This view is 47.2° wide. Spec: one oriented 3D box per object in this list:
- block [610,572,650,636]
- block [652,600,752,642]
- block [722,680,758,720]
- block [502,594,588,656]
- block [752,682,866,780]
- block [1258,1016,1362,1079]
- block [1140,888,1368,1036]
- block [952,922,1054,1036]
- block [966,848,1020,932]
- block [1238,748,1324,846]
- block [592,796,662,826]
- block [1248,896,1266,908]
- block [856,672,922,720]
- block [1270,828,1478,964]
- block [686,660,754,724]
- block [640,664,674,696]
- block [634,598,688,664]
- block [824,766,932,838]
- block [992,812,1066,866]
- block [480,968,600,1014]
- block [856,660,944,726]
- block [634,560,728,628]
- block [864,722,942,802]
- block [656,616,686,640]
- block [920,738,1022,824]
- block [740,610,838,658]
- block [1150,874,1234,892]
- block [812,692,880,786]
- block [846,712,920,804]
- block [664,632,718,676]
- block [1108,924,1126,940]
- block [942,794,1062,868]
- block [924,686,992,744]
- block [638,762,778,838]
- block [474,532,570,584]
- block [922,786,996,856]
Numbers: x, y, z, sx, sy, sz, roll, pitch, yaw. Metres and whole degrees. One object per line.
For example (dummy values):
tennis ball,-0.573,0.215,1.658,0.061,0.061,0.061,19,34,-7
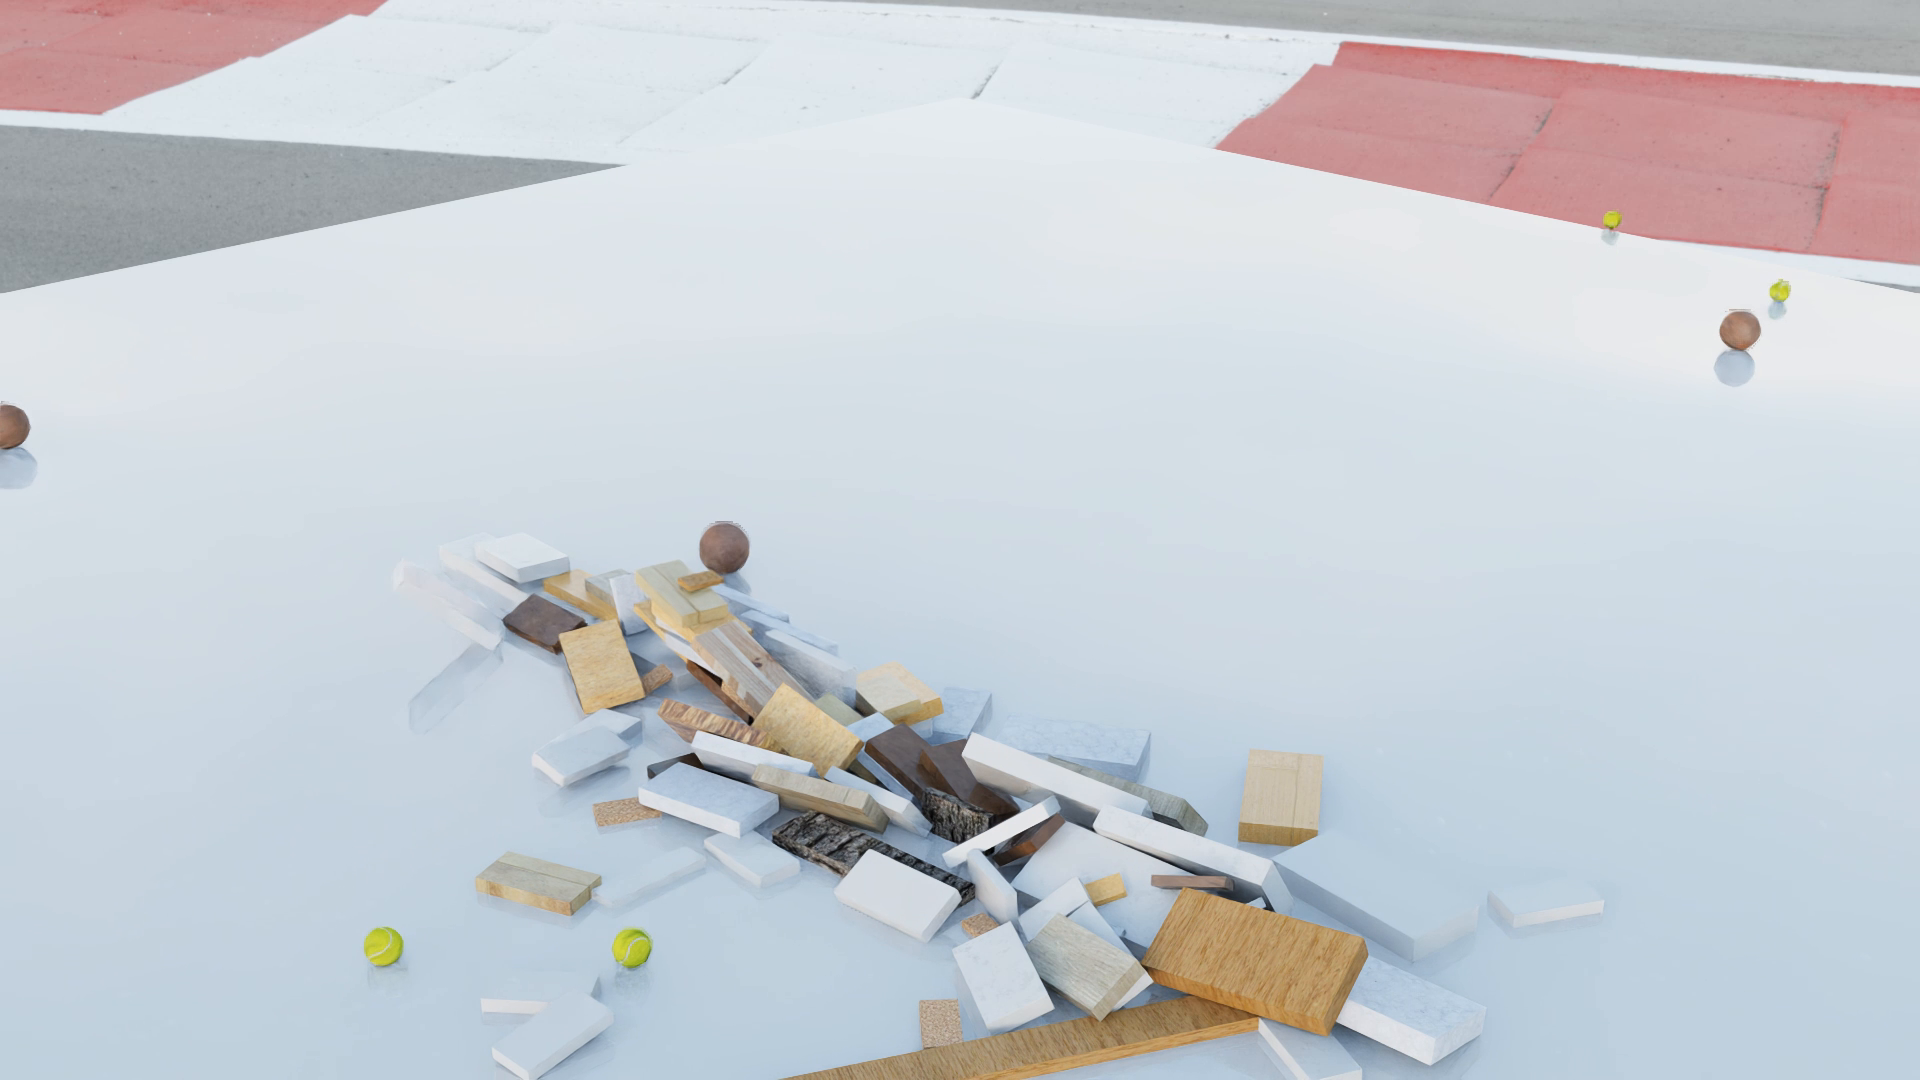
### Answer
block,-0.770,0.148,5.140,0.068,0.137,0.019,-17,9,-35
block,-0.580,0.182,4.936,0.115,0.033,0.230,-19,36,-37
block,-0.406,0.358,4.806,0.114,0.032,0.228,-20,44,-39
block,-0.984,0.199,5.207,0.204,0.029,0.102,21,54,40
block,-0.316,0.404,4.569,0.227,0.113,0.032,33,-7,28
block,0.588,0.858,3.704,0.094,0.027,0.188,-8,24,-18
block,0.509,0.727,3.814,0.350,0.050,0.175,11,50,33
block,0.073,0.769,3.855,0.118,0.033,0.236,-25,27,-4
block,0.061,0.655,4.106,0.024,0.085,0.169,-14,27,-20
block,0.655,0.523,4.472,0.154,0.044,0.309,4,23,10
block,-0.674,0.547,4.449,0.128,0.018,0.064,-7,24,-17
block,0.497,0.685,4.006,0.067,0.019,0.133,-19,-13,-26
block,-0.158,0.340,4.744,0.093,0.026,0.186,-18,20,-16
block,0.773,0.664,4.132,0.179,0.051,0.357,-17,29,-35
block,-0.495,0.318,4.899,0.114,0.032,0.228,-20,44,-39
block,-0.695,0.318,4.944,0.094,0.013,0.047,-33,39,-15
block,-0.606,0.252,5.012,0.068,0.019,0.397,-18,44,-37
block,-0.164,0.523,4.395,0.215,0.108,0.030,19,68,38
block,0.131,0.575,4.215,0.085,0.024,0.169,-41,2,-31
block,-0.735,0.793,3.857,0.187,0.027,0.094,2,23,5
block,-0.151,0.343,4.829,0.137,0.039,0.275,-19,20,-17
block,-0.632,0.120,4.973,0.115,0.033,0.229,-14,34,-32
block,-0.083,0.467,4.508,0.215,0.030,0.108,39,41,28
block,-0.624,0.192,4.989,0.068,0.019,0.137,-18,26,-36
block,0.020,0.495,4.459,0.108,0.030,0.215,-10,44,-33
block,-0.387,0.262,4.970,0.271,0.135,0.038,18,28,37
block,0.419,0.618,3.963,0.136,0.019,0.068,-2,-15,21
block,-0.229,0.418,4.626,0.227,0.032,0.113,34,39,20
block,-0.137,0.454,4.559,0.113,0.032,0.227,-22,50,-41
block,-0.554,0.240,4.927,0.114,0.032,0.228,-17,25,-34
block,0.254,0.733,3.949,0.049,0.014,0.097,13,53,34
block,0.080,0.559,4.213,0.221,0.031,0.111,-29,-6,14
block,-0.007,0.386,4.813,0.107,0.030,0.213,6,24,14
block,-0.505,0.521,4.419,0.256,0.036,0.128,14,27,30
block,-1.091,0.043,5.475,0.135,0.038,0.270,-15,21,-32
block,-0.004,0.555,4.343,0.169,0.085,0.024,18,26,36
